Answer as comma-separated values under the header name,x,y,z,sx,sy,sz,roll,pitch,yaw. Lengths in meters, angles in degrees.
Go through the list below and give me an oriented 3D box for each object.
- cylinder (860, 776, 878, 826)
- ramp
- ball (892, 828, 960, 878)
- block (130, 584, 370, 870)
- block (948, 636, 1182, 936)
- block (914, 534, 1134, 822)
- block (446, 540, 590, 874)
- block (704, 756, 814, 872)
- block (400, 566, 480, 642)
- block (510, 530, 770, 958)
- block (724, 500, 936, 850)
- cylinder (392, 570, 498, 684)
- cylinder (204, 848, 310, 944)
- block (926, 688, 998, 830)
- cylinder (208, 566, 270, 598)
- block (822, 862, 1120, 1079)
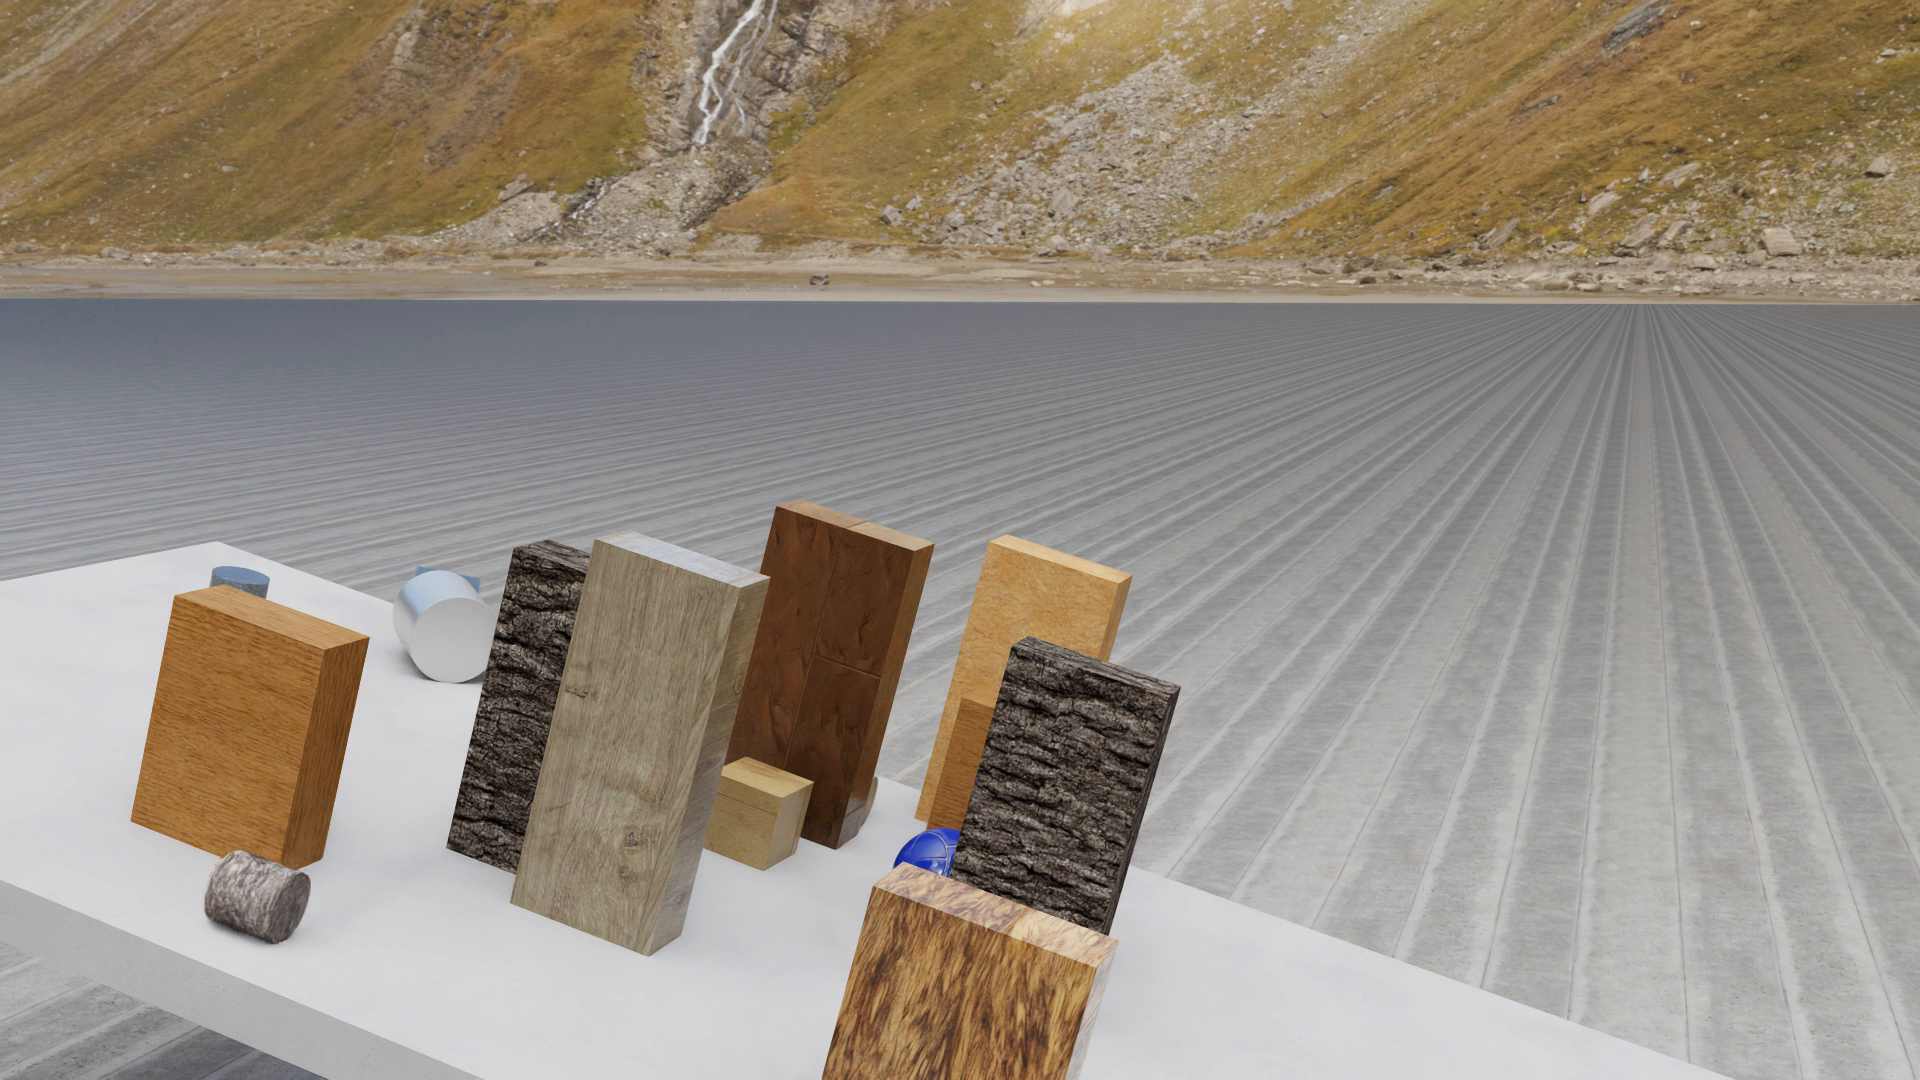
name,x,y,z,sx,sy,sz,roll,pitch,yaw
cylinder,-0.254,0.558,4.844,0.114,0.114,0.114,17,10,11
ramp,-0.383,0.758,4.244,4.000,0.100,2.000,18,11,14
ball,-0.032,0.672,4.336,0.208,0.208,0.208,0,7,0
block,-1.245,0.332,3.854,0.305,0.422,0.140,18,11,14
block,0.169,0.539,4.103,0.304,0.649,0.116,18,11,14
block,0.142,0.354,4.950,0.305,0.661,0.143,18,11,14
block,-0.686,0.346,4.074,0.393,0.593,0.135,18,11,14
block,-0.421,0.559,4.503,0.159,0.159,0.159,18,12,17
block,-1.259,0.170,5.333,0.153,0.153,0.153,12,11,-13
block,-0.571,0.359,3.912,0.282,0.690,0.138,18,11,14
block,-0.303,0.284,4.689,0.316,0.668,0.140,18,11,14
cylinder,-1.198,0.200,5.124,0.207,0.207,0.207,-3,18,-25
cylinder,-1.139,0.578,3.570,0.118,0.118,0.118,21,10,6
block,0.145,0.576,4.432,0.395,0.441,0.102,18,11,14
cylinder,-1.654,0.141,5.023,0.128,0.128,0.128,14,11,-3
block,0.002,0.764,3.354,0.358,0.426,0.143,18,11,14
